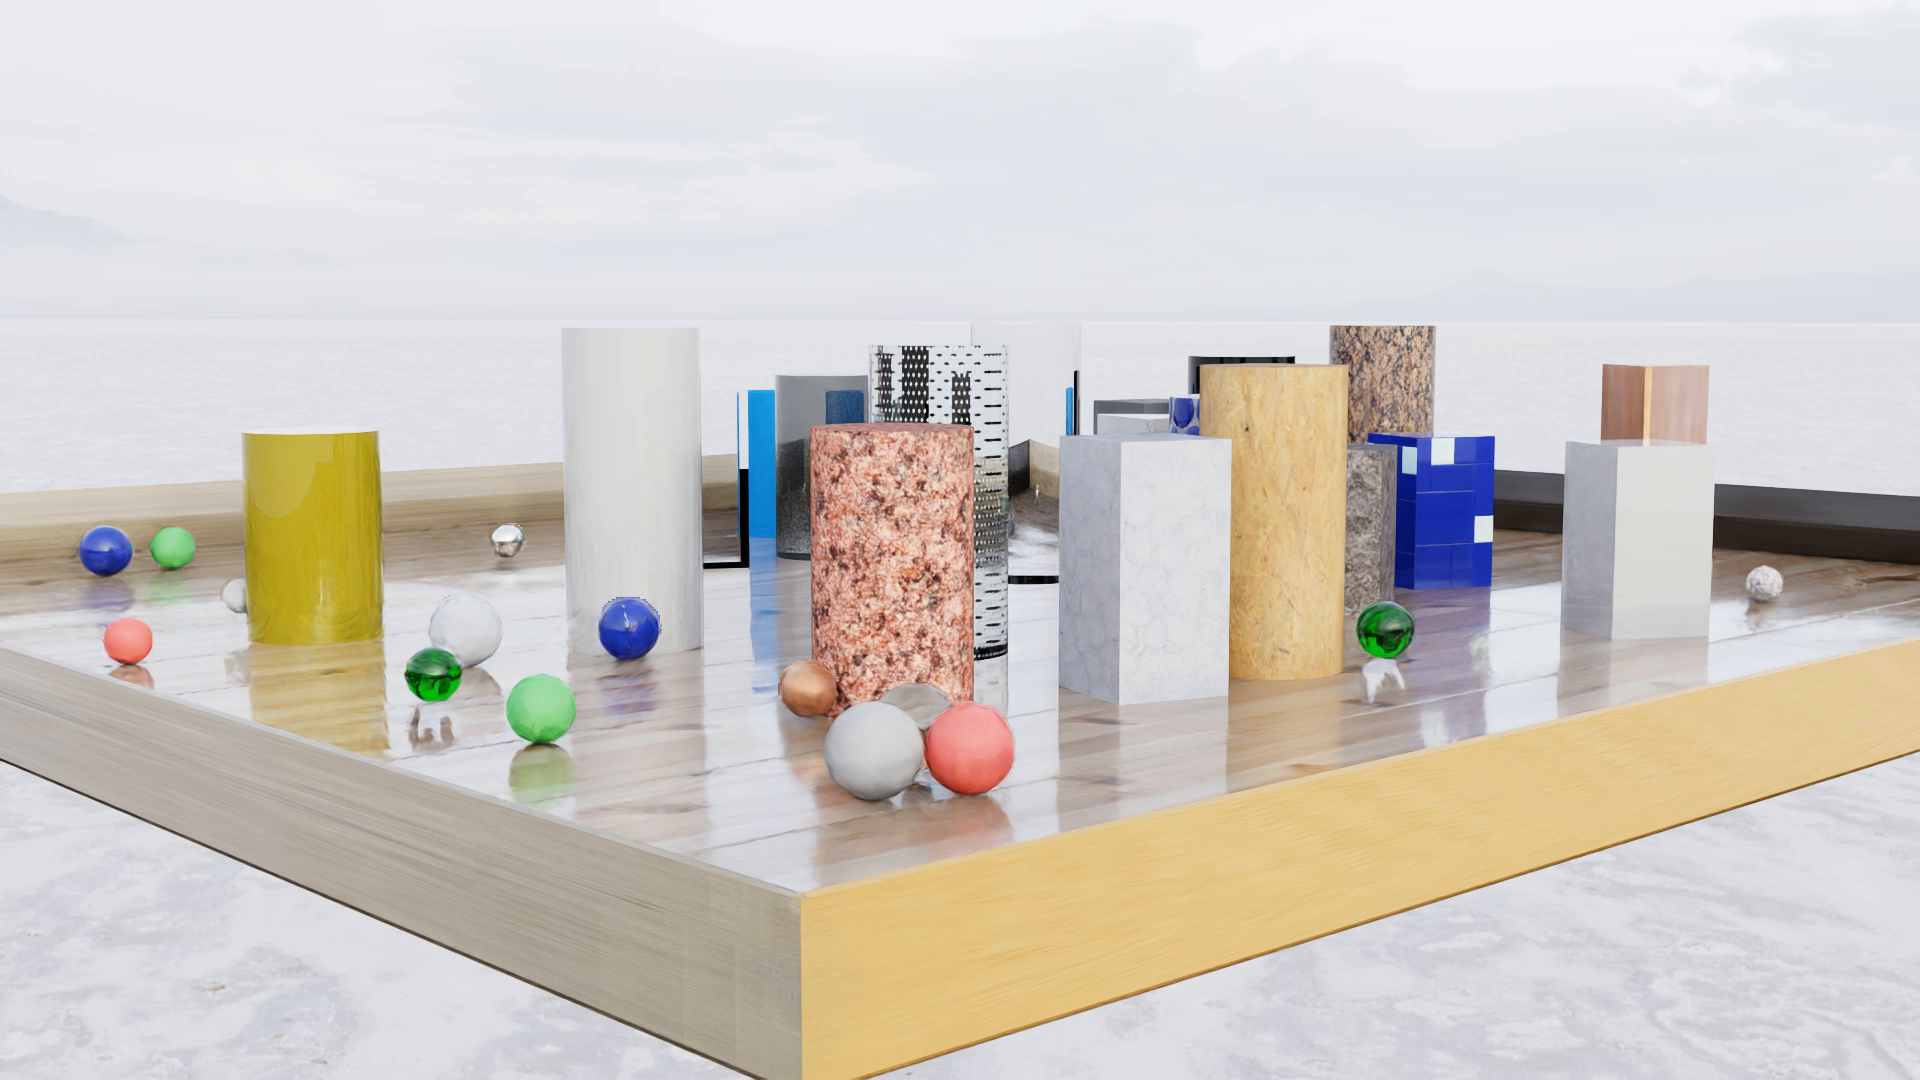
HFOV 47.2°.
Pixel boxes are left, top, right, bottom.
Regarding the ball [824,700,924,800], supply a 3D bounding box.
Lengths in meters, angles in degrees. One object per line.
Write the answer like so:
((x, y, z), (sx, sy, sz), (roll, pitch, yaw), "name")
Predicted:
((-0.077, 0.190, 1.979), (0.089, 0.089, 0.089), (0, 6, 0), "ball")

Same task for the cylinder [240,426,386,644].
((-0.869, -0.009, 2.959), (0.179, 0.276, 0.179), (0, 6, 0), "cylinder")

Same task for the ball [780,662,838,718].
((-0.161, 0.160, 2.344), (0.060, 0.060, 0.060), (0, 6, 0), "ball")

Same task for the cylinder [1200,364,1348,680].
((0.381, -0.027, 2.686), (0.179, 0.371, 0.179), (0, 6, 0), "cylinder")

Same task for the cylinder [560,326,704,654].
((-0.427, -0.069, 2.871), (0.179, 0.415, 0.179), (0, 6, 0), "cylinder")

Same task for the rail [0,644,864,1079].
((-1.085, 0.137, 2.337), (0.045, 0.116, 2.990), (-6, 8, -42), "rail")

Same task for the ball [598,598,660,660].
((-0.416, 0.112, 2.759), (0.077, 0.077, 0.077), (0, 6, 0), "ball")

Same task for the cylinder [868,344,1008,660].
((-0.027, -0.052, 2.812), (0.179, 0.394, 0.179), (0, 6, 0), "cylinder")

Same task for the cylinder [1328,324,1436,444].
((0.717, -0.161, 3.753), (0.179, 0.409, 0.179), (0, 6, 0), "cylinder")

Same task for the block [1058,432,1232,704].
((0.211, 0.028, 2.531), (0.143, 0.293, 0.143), (-3, 7, -26), "block")

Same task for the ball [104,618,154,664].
((-1.032, 0.125, 2.728), (0.058, 0.058, 0.058), (0, 6, 0), "ball")

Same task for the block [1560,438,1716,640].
((0.923, -0.004, 3.002), (0.143, 0.257, 0.143), (-1, 6, -12), "block")

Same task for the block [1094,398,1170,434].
((0.333, -0.106, 3.858), (0.143, 0.277, 0.143), (-4, 7, -33), "block")

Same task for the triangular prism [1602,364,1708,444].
((1.050, -0.095, 3.408), (0.155, 0.352, 0.134), (-5, 8, -38), "triangular prism")

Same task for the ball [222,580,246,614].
((-0.980, 0.077, 2.993), (0.047, 0.047, 0.047), (0, 6, 0), "ball")

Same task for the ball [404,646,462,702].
((-0.591, 0.151, 2.468), (0.063, 0.063, 0.063), (0, 6, 0), "ball")

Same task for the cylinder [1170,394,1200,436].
((0.373, -0.035, 2.991), (0.179, 0.320, 0.179), (0, 6, 0), "cylinder")

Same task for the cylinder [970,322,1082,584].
((0.107, -0.145, 3.571), (0.179, 0.416, 0.179), (0, 6, 0), "cylinder")

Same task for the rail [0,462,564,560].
((-0.998, -0.085, 4.408), (3.000, 0.116, 0.045), (-6, 8, -42), "rail")

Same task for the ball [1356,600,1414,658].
((0.536, 0.113, 2.773), (0.073, 0.073, 0.073), (0, 6, 0), "ball")

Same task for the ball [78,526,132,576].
((-1.405, 0.018, 3.617), (0.083, 0.083, 0.083), (0, 6, 0), "ball")

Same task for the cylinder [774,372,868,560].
((-0.238, -0.133, 3.900), (0.179, 0.321, 0.179), (0, 6, 0), "cylinder")

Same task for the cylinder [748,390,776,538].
((-0.351, -0.151, 4.278), (0.179, 0.277, 0.179), (0, 6, 0), "cylinder")

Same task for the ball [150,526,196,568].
((-1.330, 0.013, 3.715), (0.071, 0.071, 0.071), (0, 6, 0), "ball")

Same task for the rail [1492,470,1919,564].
((1.085, -0.076, 4.328), (0.045, 0.116, 2.990), (-6, 8, -42), "rail")

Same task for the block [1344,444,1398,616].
((0.556, -0.018, 3.224), (0.143, 0.238, 0.143), (2, 6, 20), "block")

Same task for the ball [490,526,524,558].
((-0.798, 0.002, 3.875), (0.058, 0.058, 0.058), (0, 6, 0), "ball")

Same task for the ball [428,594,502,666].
((-0.609, 0.112, 2.709), (0.089, 0.089, 0.089), (0, 6, 0), "ball")

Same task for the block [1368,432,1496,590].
((0.750, -0.050, 3.517), (0.143, 0.238, 0.143), (-2, 7, -21), "block")

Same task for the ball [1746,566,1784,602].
((1.209, 0.066, 3.305), (0.053, 0.053, 0.053), (0, 6, 0), "ball")

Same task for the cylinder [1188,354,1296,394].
((0.468, -0.128, 3.677), (0.179, 0.360, 0.179), (0, 6, 0), "cylinder")

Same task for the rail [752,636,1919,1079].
((0.998, 0.145, 2.258), (3.000, 0.116, 0.045), (-6, 8, -42), "rail")

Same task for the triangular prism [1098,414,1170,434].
((0.259, -0.040, 3.215), (0.134, 0.283, 0.155), (4, 8, 36), "triangular prism")

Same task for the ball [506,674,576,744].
((-0.426, 0.172, 2.236), (0.071, 0.071, 0.071), (0, 6, 0), "ball")

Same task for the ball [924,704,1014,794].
((0.009, 0.191, 2.003), (0.082, 0.082, 0.082), (0, 6, 0), "ball")

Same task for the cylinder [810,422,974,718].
((-0.074, 0.031, 2.418), (0.179, 0.311, 0.179), (0, 6, 0), "cylinder")

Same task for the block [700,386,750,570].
((-0.445, -0.108, 3.765), (0.143, 0.302, 0.143), (-2, 6, -15), "block")

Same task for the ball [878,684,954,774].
((-0.044, 0.179, 2.093), (0.086, 0.086, 0.086), (0, 6, 0), "ball")
